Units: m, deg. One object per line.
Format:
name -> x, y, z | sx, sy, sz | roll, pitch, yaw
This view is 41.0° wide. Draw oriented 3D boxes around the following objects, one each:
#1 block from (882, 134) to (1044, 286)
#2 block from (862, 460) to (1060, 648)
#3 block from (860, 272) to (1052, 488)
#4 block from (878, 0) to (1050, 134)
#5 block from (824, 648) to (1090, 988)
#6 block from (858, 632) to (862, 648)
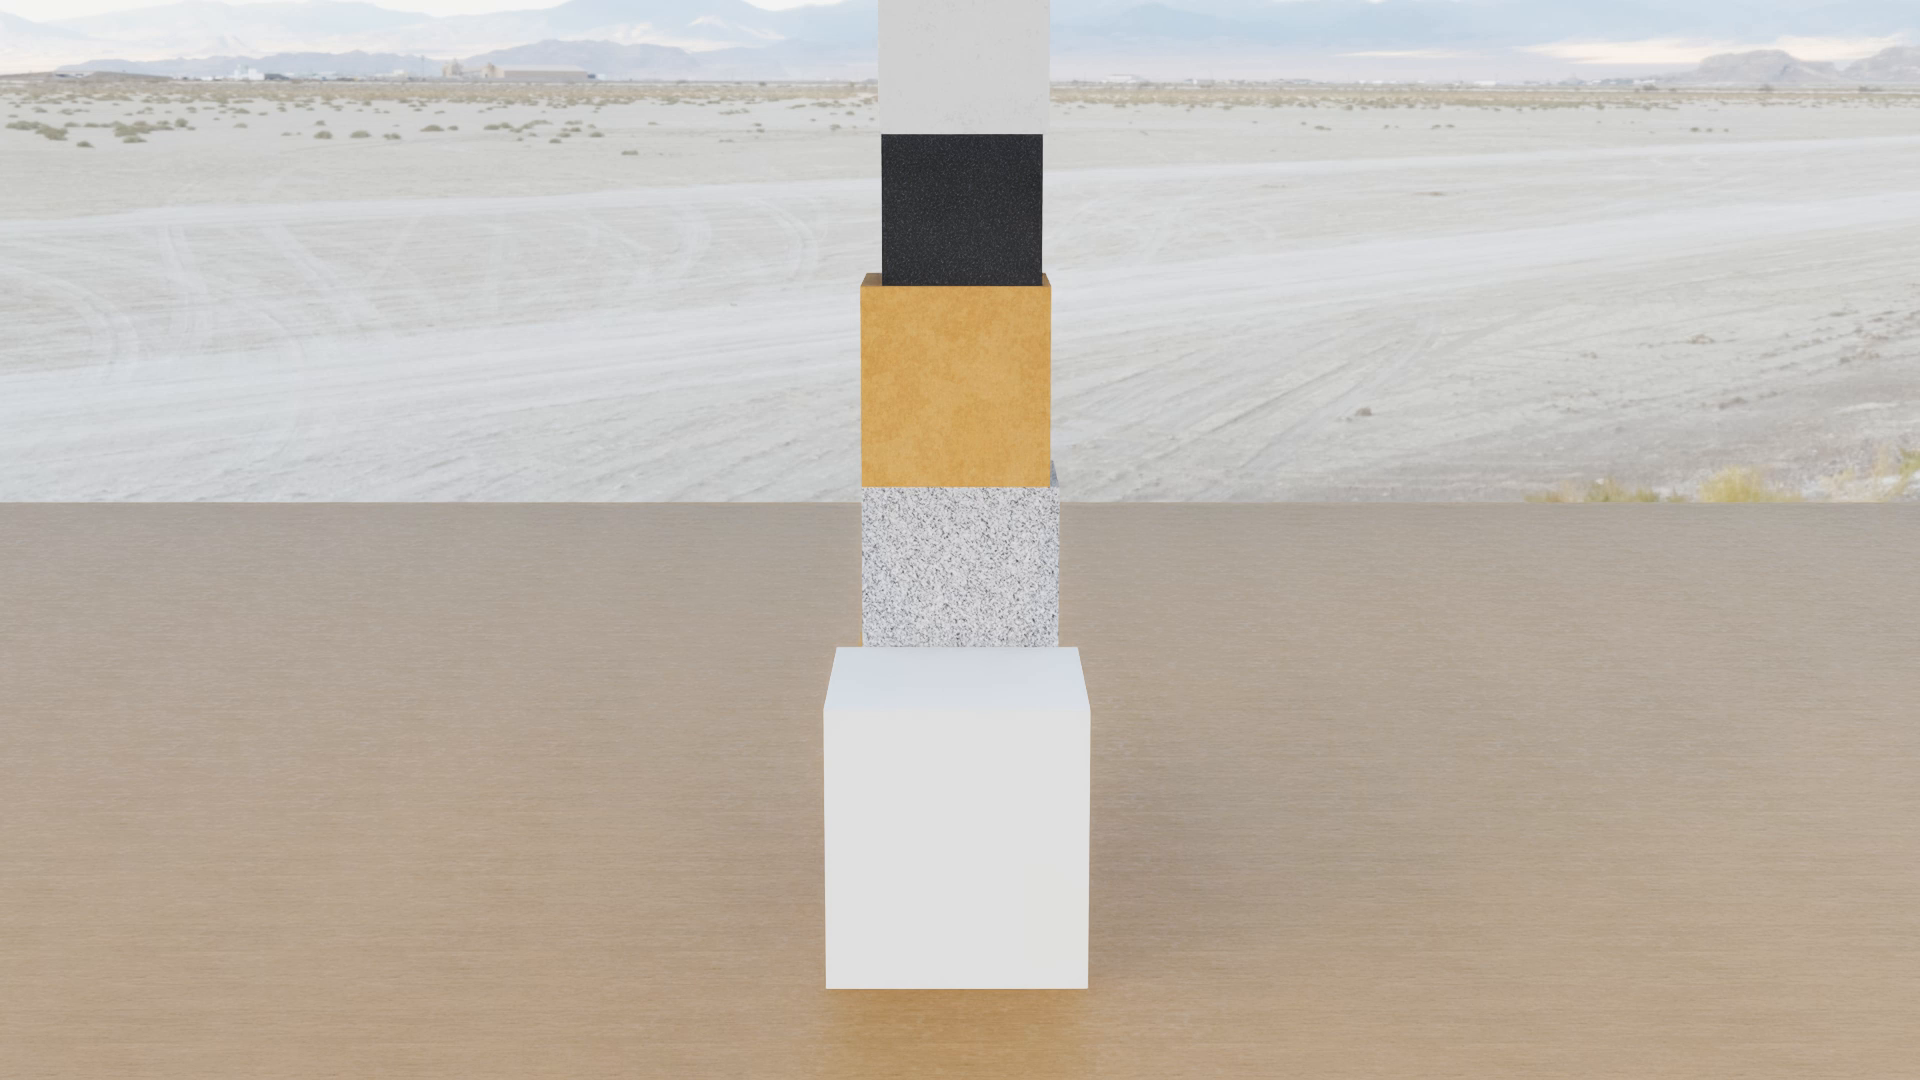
block -> 0.009, -1.422, 10.922 | 0.665, 0.622, 0.691 | 0, 10, 0
block -> 0.002, 0.115, 11.201 | 0.830, 0.822, 0.761 | 0, 10, 0
block -> -0.017, -0.703, 11.053 | 0.791, 0.839, 0.755 | 0, 10, 0
block -> 0.016, -2.008, 10.815 | 0.704, 0.571, 0.595 | 0, 10, 0
block -> -0.011, 1.098, 10.407 | 1.017, 1.115, 1.085 | 0, 10, 0
block -> -0.007, 0.985, 11.428 | 0.900, 0.972, 0.944 | 0, 10, 0
